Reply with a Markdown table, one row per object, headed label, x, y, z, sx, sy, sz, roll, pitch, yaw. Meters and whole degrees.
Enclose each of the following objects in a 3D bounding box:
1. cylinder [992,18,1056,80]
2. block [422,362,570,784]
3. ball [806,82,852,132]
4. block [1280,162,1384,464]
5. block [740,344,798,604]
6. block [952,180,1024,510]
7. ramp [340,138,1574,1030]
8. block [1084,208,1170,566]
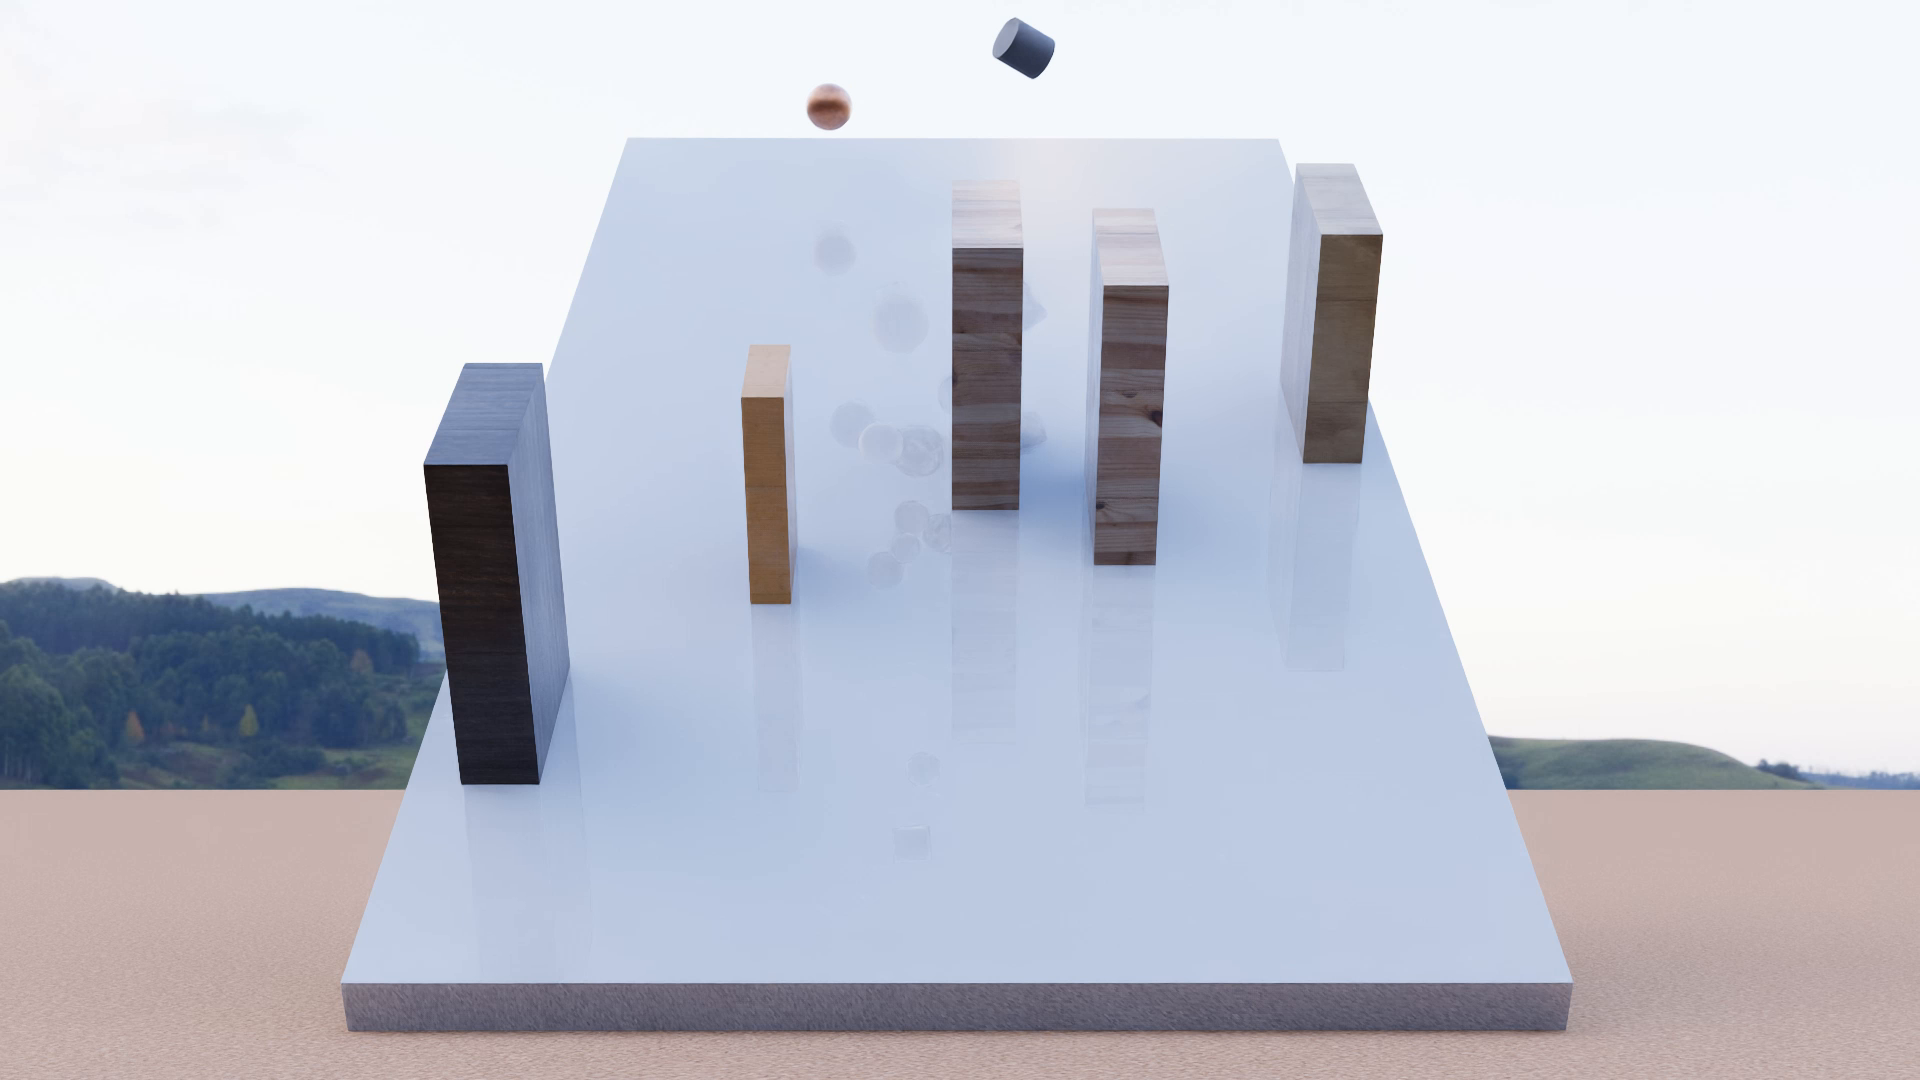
| label | x | y | z | sx | sy | sz | roll | pitch | yaw |
| --- | --- | --- | --- | --- | --- | --- | --- | --- | --- |
| cylinder | 0.183 | -1.413 | 6.912 | 0.130 | 0.130 | 0.130 | 26 | -17 | -25 |
| block | -0.837 | 0.060 | 4.397 | 0.143 | 0.657 | 0.406 | 0 | 29 | 0 |
| ball | -0.382 | -1.261 | 7.002 | 0.138 | 0.138 | 0.138 | 0 | -6 | 0 |
| block | 0.852 | -0.528 | 5.557 | 0.135 | 0.560 | 0.441 | 0 | 29 | 0 |
| block | -0.389 | -0.135 | 4.938 | 0.084 | 0.471 | 0.248 | 0 | 29 | 0 |
| block | 0.057 | -0.433 | 5.322 | 0.149 | 0.620 | 0.396 | 0 | 29 | 0 |
| ramp | -0.012 | -0.215 | 5.669 | 2.000 | 0.100 | 4.000 | 0 | 29 | 0 |
| block | 0.349 | -0.328 | 5.115 | 0.131 | 0.641 | 0.418 | 0 | 29 | 0 |
